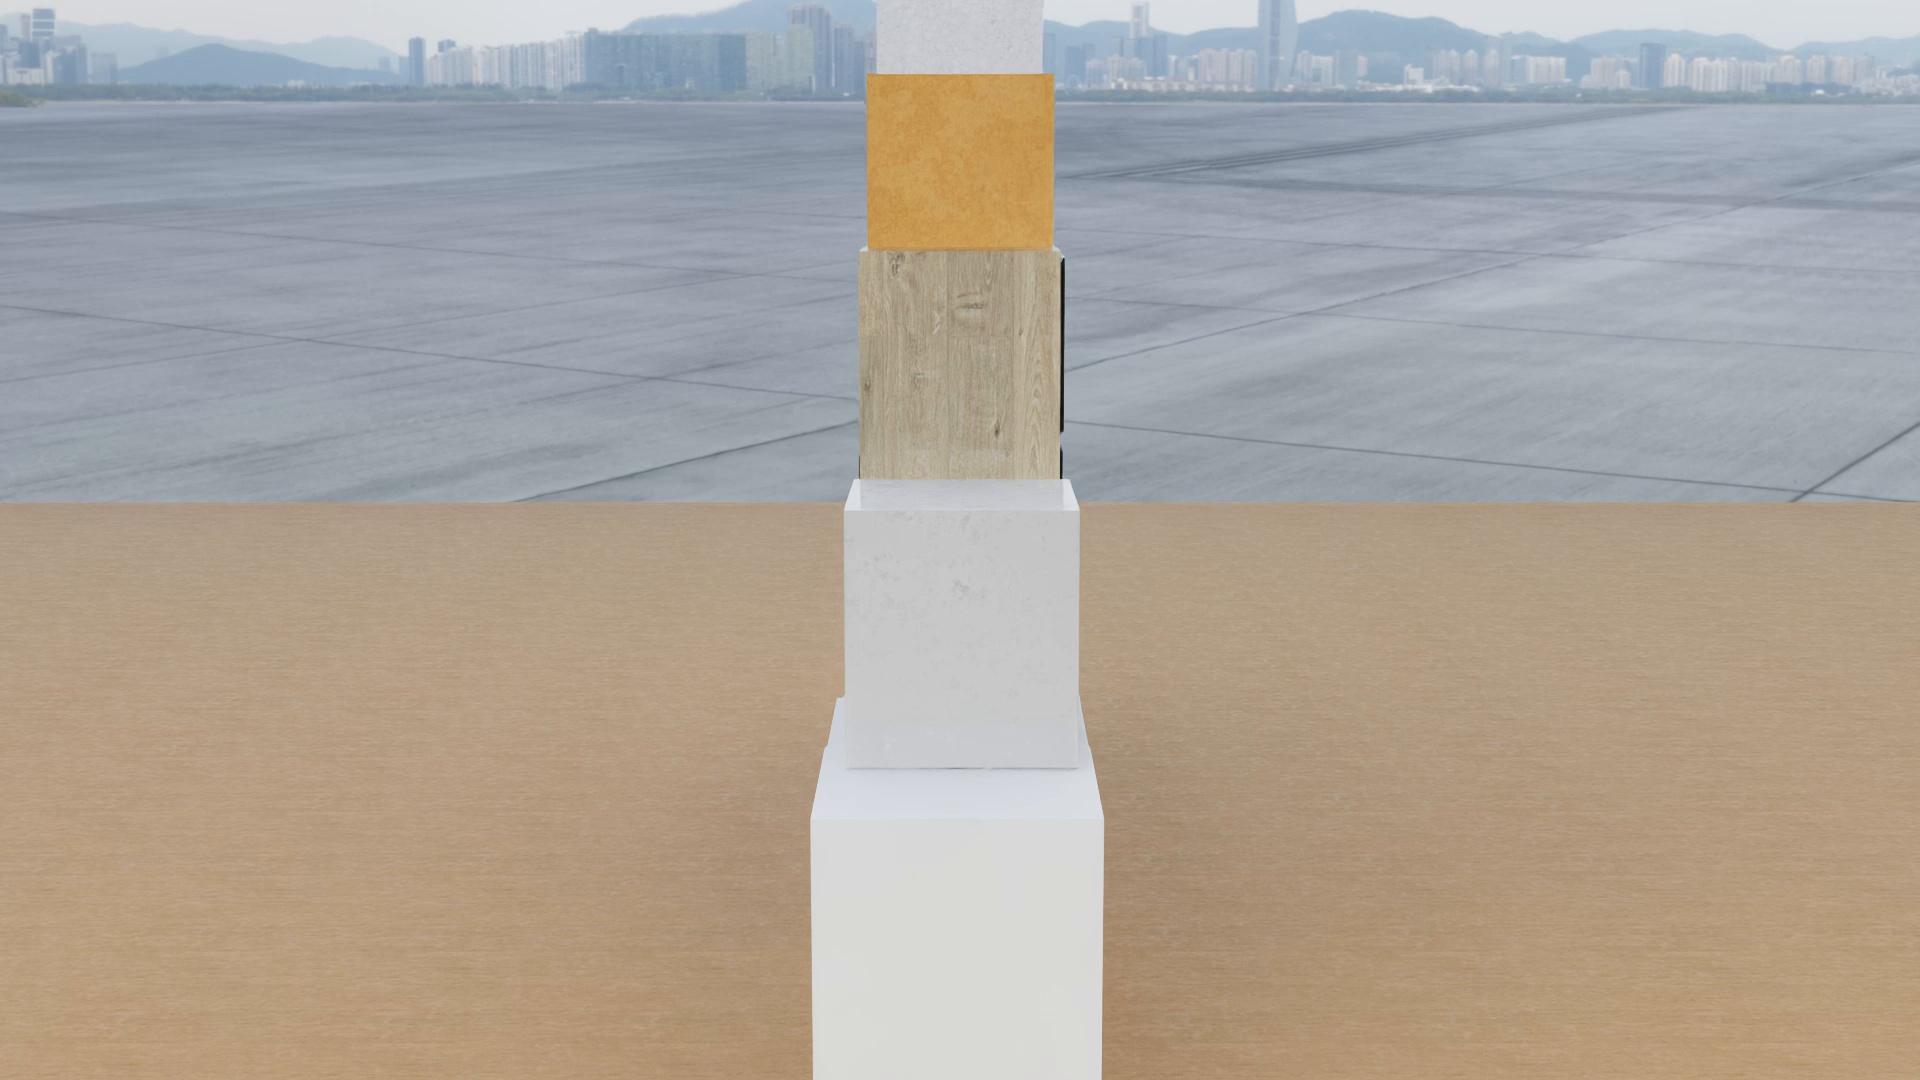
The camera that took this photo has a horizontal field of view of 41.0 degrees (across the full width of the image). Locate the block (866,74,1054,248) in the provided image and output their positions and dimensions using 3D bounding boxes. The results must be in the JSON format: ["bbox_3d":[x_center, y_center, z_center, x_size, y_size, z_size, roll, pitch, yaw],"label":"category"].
[{"bbox_3d":[0.002,-1.553,10.536,0.740,0.685,0.726,0,8,0],"label":"block"}]

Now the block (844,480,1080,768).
[{"bbox_3d":[0.006,0.291,9.601,0.836,0.933,0.892,0,8,0],"label":"block"}]

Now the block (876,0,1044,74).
[{"bbox_3d":[0.000,-2.212,10.435,0.658,0.647,0.633,0,9,0],"label":"block"}]

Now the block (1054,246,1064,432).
[{"bbox_3d":[0.008,-0.936,11.755,0.902,0.767,0.933,0,10,0],"label":"block"}]

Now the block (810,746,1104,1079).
[{"bbox_3d":[-0.009,1.363,9.183,0.988,1.033,0.946,0,10,0],"label":"block"}]

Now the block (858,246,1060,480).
[{"bbox_3d":[-0.001,-0.723,10.278,0.774,0.883,0.808,0,8,0],"label":"block"}]

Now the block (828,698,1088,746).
[{"bbox_3d":[-0.008,1.217,10.154,0.998,0.972,0.998,0,10,0],"label":"block"}]

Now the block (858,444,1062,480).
[{"bbox_3d":[0.003,0.053,11.341,0.856,1.044,0.987,0,10,0],"label":"block"}]
